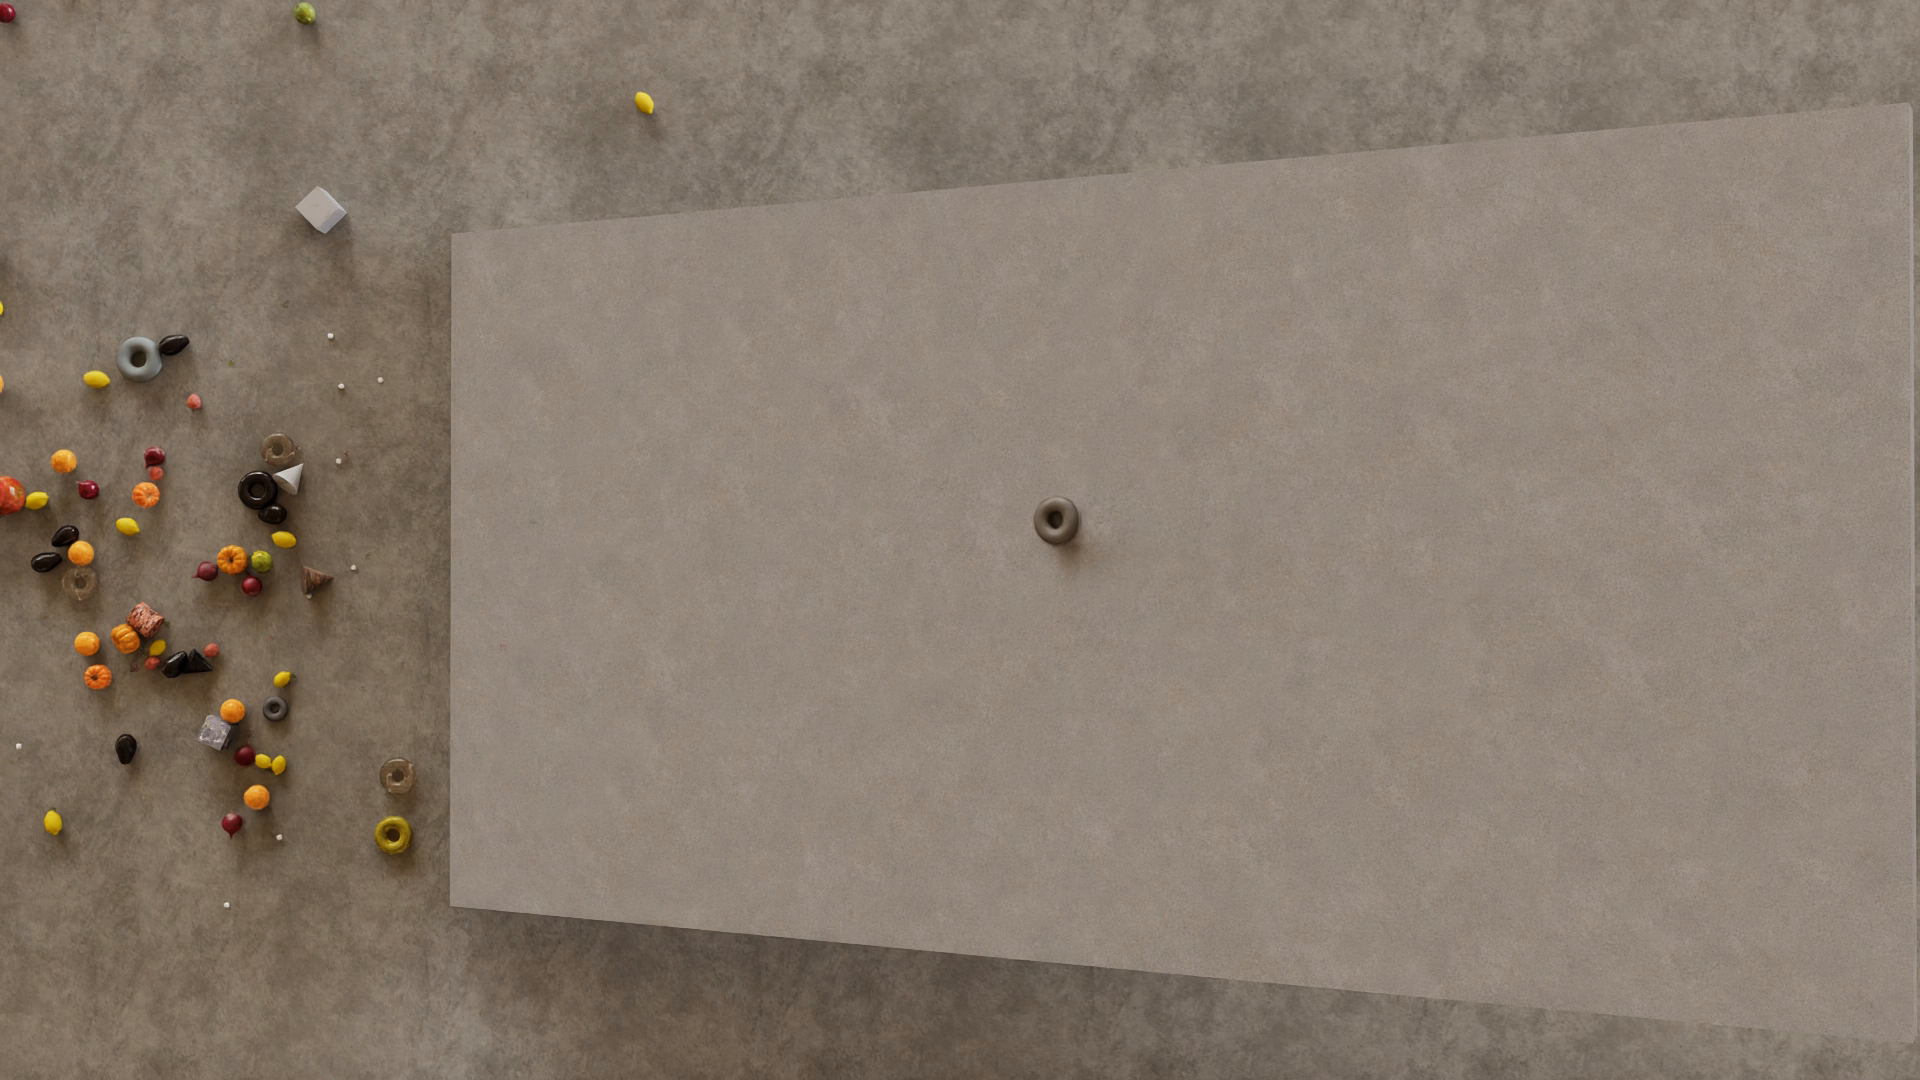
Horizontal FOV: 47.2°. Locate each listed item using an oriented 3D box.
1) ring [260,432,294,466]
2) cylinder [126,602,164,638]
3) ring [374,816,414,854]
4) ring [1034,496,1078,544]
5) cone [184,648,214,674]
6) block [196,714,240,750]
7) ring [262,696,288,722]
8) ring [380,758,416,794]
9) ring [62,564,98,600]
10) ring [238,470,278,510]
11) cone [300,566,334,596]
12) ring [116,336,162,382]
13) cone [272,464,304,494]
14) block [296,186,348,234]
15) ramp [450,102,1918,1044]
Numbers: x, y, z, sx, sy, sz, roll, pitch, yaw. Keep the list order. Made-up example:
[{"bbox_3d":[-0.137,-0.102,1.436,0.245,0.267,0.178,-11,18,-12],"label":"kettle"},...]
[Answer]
[{"bbox_3d":[-2.053,-0.272,6.618,0.104,0.035,0.104,0,91,0],"label":"ring"},{"bbox_3d":[-2.442,0.240,6.591,0.077,0.077,0.077,38,90,0],"label":"cylinder"},{"bbox_3d":[-1.700,0.887,6.603,0.117,0.039,0.117,0,89,1],"label":"ring"},{"bbox_3d":[0.245,-0.050,5.591,0.126,0.042,0.126,-1,88,29],"label":"ring"},{"bbox_3d":[-2.277,0.378,6.609,0.083,0.083,0.083,25,89,-26],"label":"cone"},{"bbox_3d":[-2.223,0.576,6.587,0.078,0.078,0.078,25,89,0],"label":"block"},{"bbox_3d":[-2.059,0.509,6.614,0.077,0.026,0.077,0,88,1],"label":"ring"},{"bbox_3d":[-1.689,0.708,6.606,0.111,0.037,0.111,0,91,0],"label":"ring"},{"bbox_3d":[-2.645,0.128,6.613,0.108,0.036,0.108,0,89,-1],"label":"ring"},{"bbox_3d":[-2.112,-0.150,6.614,0.119,0.040,0.119,0,88,-1],"label":"ring"},{"bbox_3d":[-1.926,0.117,6.610,0.092,0.092,0.092,-5,89,-27],"label":"cone"},{"bbox_3d":[-2.469,-0.543,6.615,0.139,0.046,0.139,0,90,1],"label":"ring"},{"bbox_3d":[-2.003,-0.199,6.614,0.090,0.090,0.090,34,63,0],"label":"cone"},{"bbox_3d":[-1.915,-0.990,6.596,0.092,0.092,0.092,-44,90,0],"label":"block"},{"bbox_3d":[0.277,0.078,5.653,4.000,0.100,2.000,0,89,28],"label":"ramp"}]
